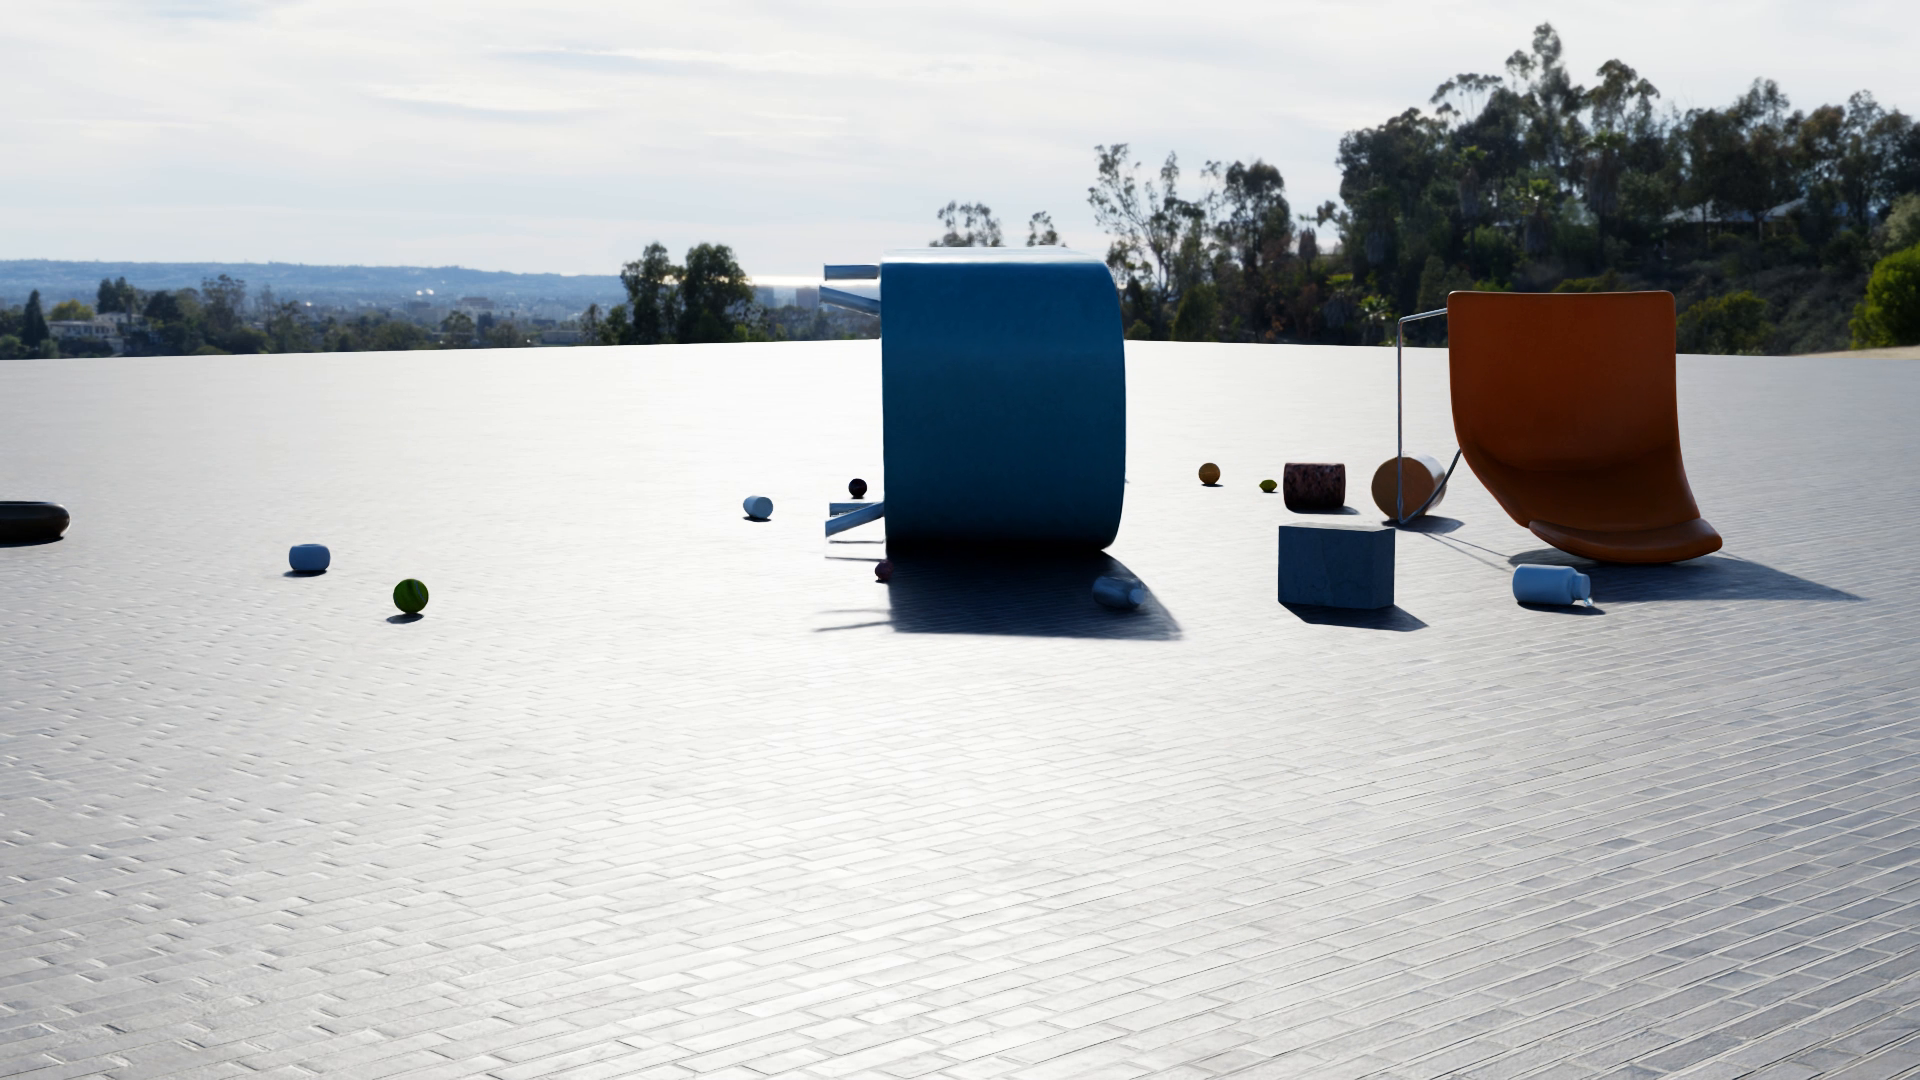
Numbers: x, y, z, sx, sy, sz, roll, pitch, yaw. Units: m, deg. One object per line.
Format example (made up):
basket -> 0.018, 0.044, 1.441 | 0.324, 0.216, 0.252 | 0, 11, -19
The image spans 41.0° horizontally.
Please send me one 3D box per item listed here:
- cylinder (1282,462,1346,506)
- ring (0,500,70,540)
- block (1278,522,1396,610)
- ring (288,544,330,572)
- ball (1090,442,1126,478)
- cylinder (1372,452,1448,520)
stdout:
cylinder -> 1.017, -0.160, 7.361 | 0.164, 0.120, 0.131 | 2, -30, 15
ring -> -2.379, -0.050, 6.468 | 0.265, 0.089, 0.198 | 1, 5, -4
block -> 0.758, 0.050, 5.171 | 0.211, 0.155, 0.100 | 4, 7, 35
ring -> -1.459, 0.039, 5.757 | 0.101, 0.057, 0.083 | 2, 8, 34
ball -> 0.482, -0.258, 8.349 | 0.116, 0.116, 0.116 | 0, 6, 0
cylinder -> 1.229, -0.149, 7.014 | 0.173, 0.172, 0.198 | 46, 18, 11
